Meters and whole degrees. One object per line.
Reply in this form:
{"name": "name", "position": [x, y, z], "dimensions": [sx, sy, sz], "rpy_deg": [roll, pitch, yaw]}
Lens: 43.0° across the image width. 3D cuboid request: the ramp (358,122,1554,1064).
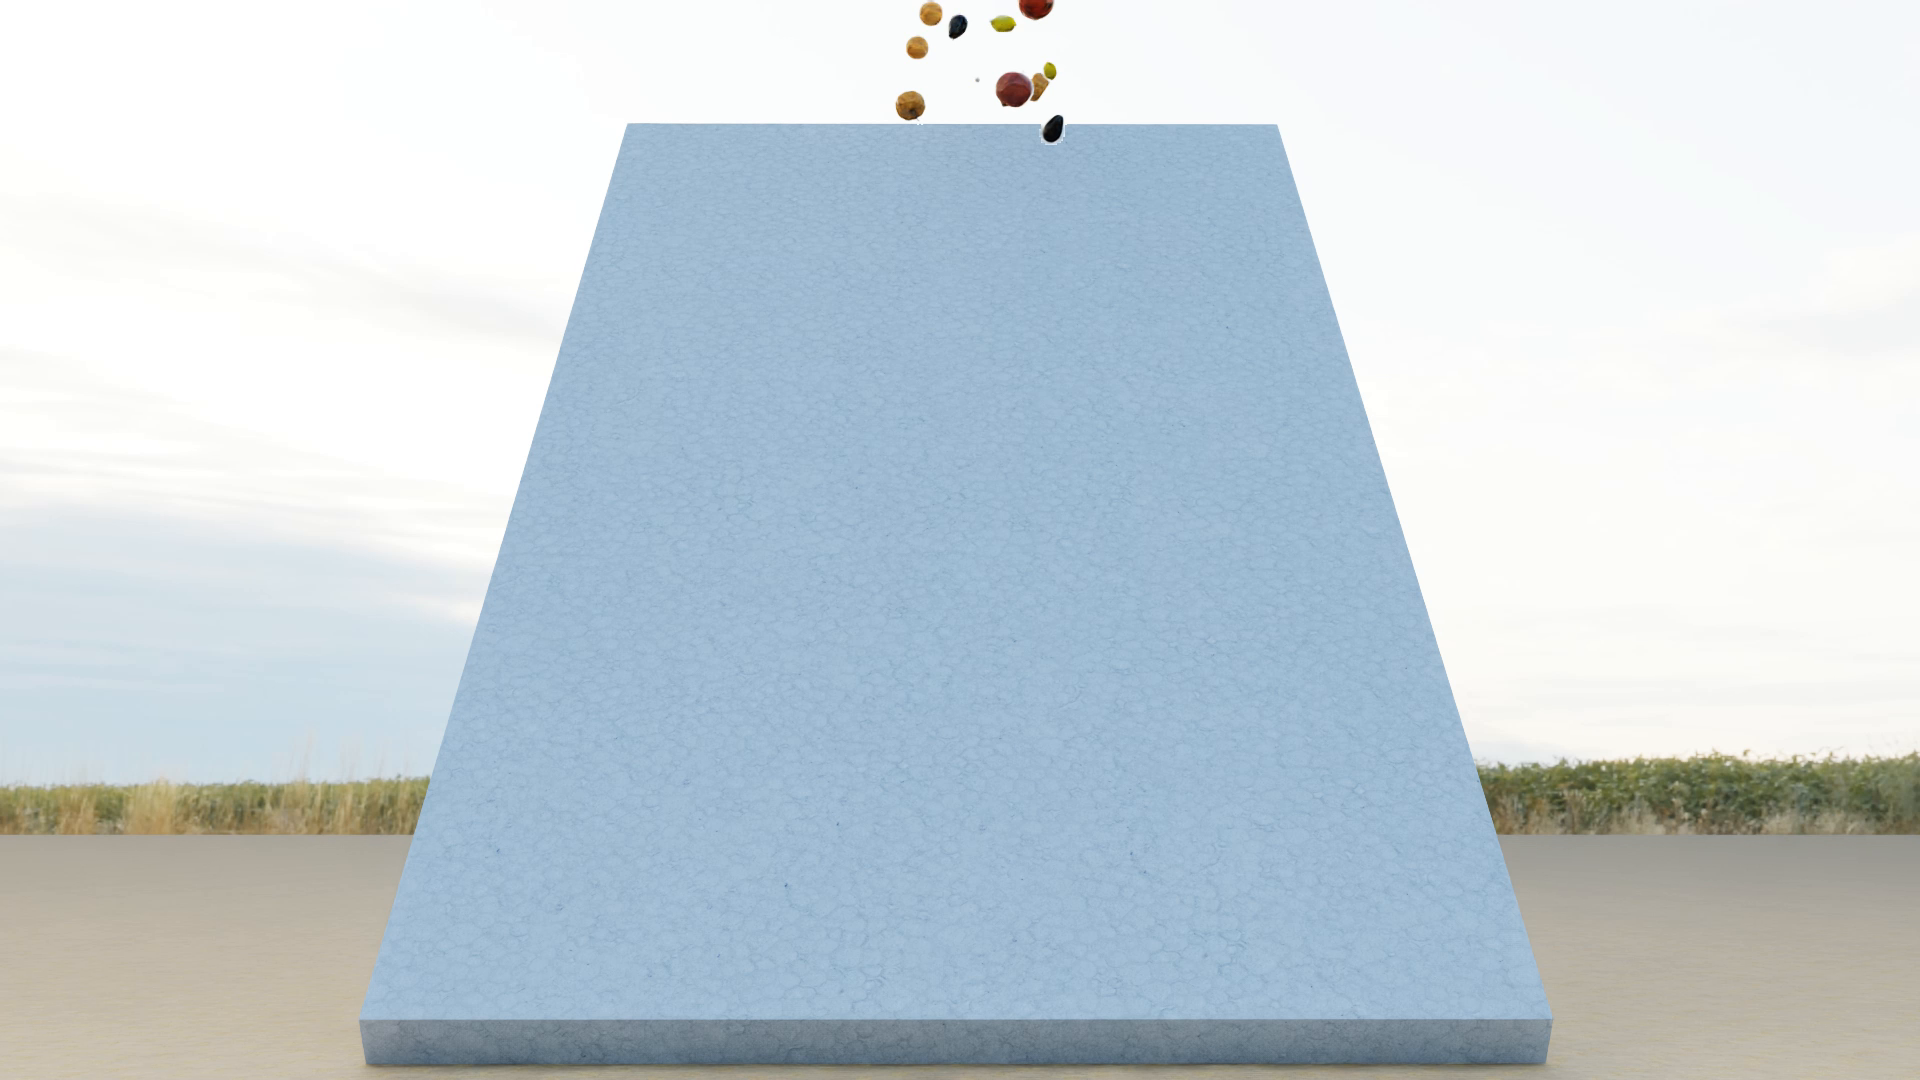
{"name": "ramp", "position": [-0.014, -0.197, 5.811], "dimensions": [2.000, 0.100, 4.000], "rpy_deg": [0, 31, 0]}
